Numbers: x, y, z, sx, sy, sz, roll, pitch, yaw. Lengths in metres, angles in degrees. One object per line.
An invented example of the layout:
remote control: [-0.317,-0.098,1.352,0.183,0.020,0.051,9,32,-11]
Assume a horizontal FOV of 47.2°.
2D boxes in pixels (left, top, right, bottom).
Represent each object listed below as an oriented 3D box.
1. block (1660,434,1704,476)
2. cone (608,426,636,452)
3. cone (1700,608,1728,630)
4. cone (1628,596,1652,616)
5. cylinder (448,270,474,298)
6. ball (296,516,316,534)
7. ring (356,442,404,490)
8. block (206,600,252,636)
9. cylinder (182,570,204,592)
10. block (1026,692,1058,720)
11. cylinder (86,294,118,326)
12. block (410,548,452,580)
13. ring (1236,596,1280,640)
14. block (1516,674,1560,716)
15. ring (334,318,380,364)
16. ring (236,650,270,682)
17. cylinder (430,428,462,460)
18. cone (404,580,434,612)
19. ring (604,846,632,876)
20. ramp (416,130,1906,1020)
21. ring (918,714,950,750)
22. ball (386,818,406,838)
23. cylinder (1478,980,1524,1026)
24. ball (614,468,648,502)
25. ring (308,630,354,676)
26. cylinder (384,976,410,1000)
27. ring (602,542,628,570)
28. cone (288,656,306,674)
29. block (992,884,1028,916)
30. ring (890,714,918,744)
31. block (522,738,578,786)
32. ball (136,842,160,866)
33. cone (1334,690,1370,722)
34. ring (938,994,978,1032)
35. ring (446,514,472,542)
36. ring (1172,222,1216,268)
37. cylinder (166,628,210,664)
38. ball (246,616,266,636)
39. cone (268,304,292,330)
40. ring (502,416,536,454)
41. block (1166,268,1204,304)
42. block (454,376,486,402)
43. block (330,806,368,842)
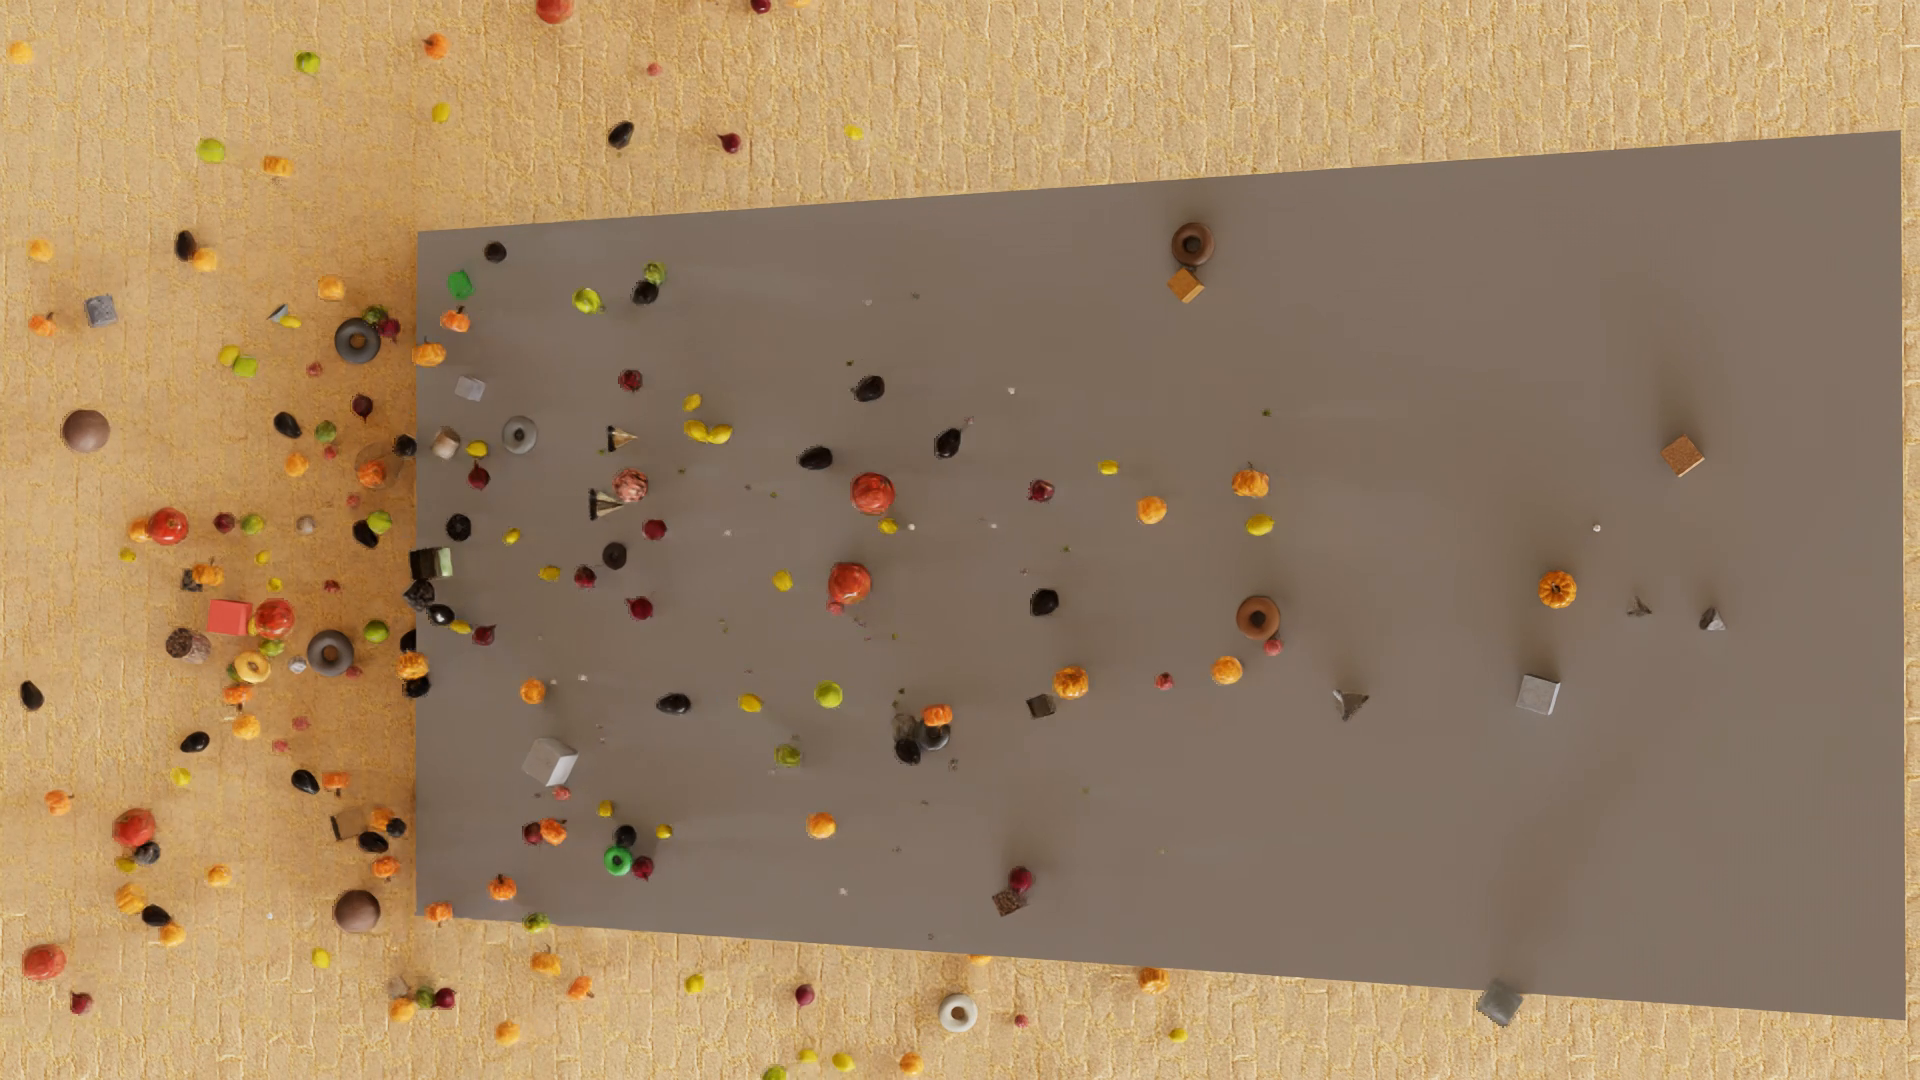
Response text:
block: [1.670,-0.195,5.086,0.069,0.069,0.069,-40,76,17]
cone: [-0.944,-0.285,6.159,0.080,0.080,0.080,-4,89,-5]
cone: [1.748,0.193,5.073,0.057,0.057,0.057,27,89,-7]
cone: [1.595,0.164,5.137,0.050,0.050,0.050,20,89,-6]
cylinder: [-1.442,-0.738,6.353,0.057,0.057,0.057,-37,65,0]
ball: [-1.933,-0.044,6.501,0.056,0.056,0.056,0,89,0]
ring: [-1.717,-0.220,6.508,0.145,0.048,0.145,0,88,0]
block: [-2.152,0.227,6.479,0.094,0.094,0.094,8,89,0]
cylinder: [-2.267,0.121,6.499,0.057,0.057,0.057,11,89,0]
block: [0.212,0.429,5.675,0.052,0.052,0.052,-25,80,20]
cylinder: [-2.536,-0.677,6.500,0.076,0.076,0.076,-15,89,0]
block: [-1.531,0.069,6.367,0.082,0.082,0.082,-10,86,22]
ring: [0.742,0.195,5.473,0.111,0.037,0.111,-1,88,23]
block: [1.367,0.364,5.197,0.077,0.077,0.077,17,95,21]
ring: [-1.784,-0.590,6.514,0.137,0.046,0.137,0,91,0]
ring: [-2.083,0.372,6.476,0.035,0.105,0.105,-38,89,39]
cylinder: [-1.487,-0.277,6.362,0.065,0.065,0.065,40,105,0]
cone: [-1.590,0.162,6.385,0.092,0.092,0.092,0,89,22]
ring: [-0.958,0.898,6.154,0.087,0.029,0.087,0,90,21]
ramp: [0.283,0.086,5.733,4.000,0.100,2.000,0,89,22]
ring: [-0.070,0.508,5.800,0.094,0.031,0.094,0,90,22]
ball: [-1.640,0.838,6.397,0.056,0.056,0.056,0,89,0]
cylinder: [1.284,1.098,5.219,0.078,0.078,0.078,33,89,18]
ball: [-0.914,-0.151,6.114,0.095,0.095,0.095,0,89,0]
ring: [-1.861,0.335,6.501,0.139,0.046,0.139,0,92,3]
cylinder: [-1.659,1.319,6.486,0.052,0.052,0.052,-33,90,0]
ring: [-0.968,0.044,6.171,0.076,0.025,0.076,-1,88,23]
cone: [-1.966,0.368,6.497,0.054,0.054,0.054,0,89,0]
block: [0.129,0.935,5.699,0.058,0.058,0.058,-30,79,19]
ring: [-0.148,0.501,5.833,0.083,0.028,0.083,0,90,21]
block: [-1.157,0.624,6.202,0.095,0.095,0.095,31,101,19]
ball: [-2.394,0.923,6.482,0.071,0.071,0.071,0,89,0]
cone: [0.968,0.393,5.380,0.080,0.080,0.080,-18,89,-6]
ring: [-0.006,1.396,6.492,0.117,0.039,0.117,0,90,-1]
ring: [-1.451,-0.035,6.366,0.079,0.026,0.079,0,90,21]
ring: [0.588,-0.745,5.546,0.113,0.038,0.113,0,90,21]
cylinder: [-2.269,0.313,6.467,0.090,0.090,0.090,-4,73,15]
ball: [-2.078,0.254,6.498,0.055,0.055,0.055,0,89,0]
cone: [-2.006,-0.650,6.522,0.067,0.067,0.067,-36,116,0]
ring: [-1.260,-0.300,6.287,0.110,0.037,0.110,0,90,21]
block: [0.568,-0.641,5.540,0.060,0.060,0.060,-42,75,16]
block: [-1.413,-0.437,6.341,0.054,0.054,0.054,25,99,20]
block: [-1.800,0.837,6.481,0.076,0.076,0.076,-17,89,0]
